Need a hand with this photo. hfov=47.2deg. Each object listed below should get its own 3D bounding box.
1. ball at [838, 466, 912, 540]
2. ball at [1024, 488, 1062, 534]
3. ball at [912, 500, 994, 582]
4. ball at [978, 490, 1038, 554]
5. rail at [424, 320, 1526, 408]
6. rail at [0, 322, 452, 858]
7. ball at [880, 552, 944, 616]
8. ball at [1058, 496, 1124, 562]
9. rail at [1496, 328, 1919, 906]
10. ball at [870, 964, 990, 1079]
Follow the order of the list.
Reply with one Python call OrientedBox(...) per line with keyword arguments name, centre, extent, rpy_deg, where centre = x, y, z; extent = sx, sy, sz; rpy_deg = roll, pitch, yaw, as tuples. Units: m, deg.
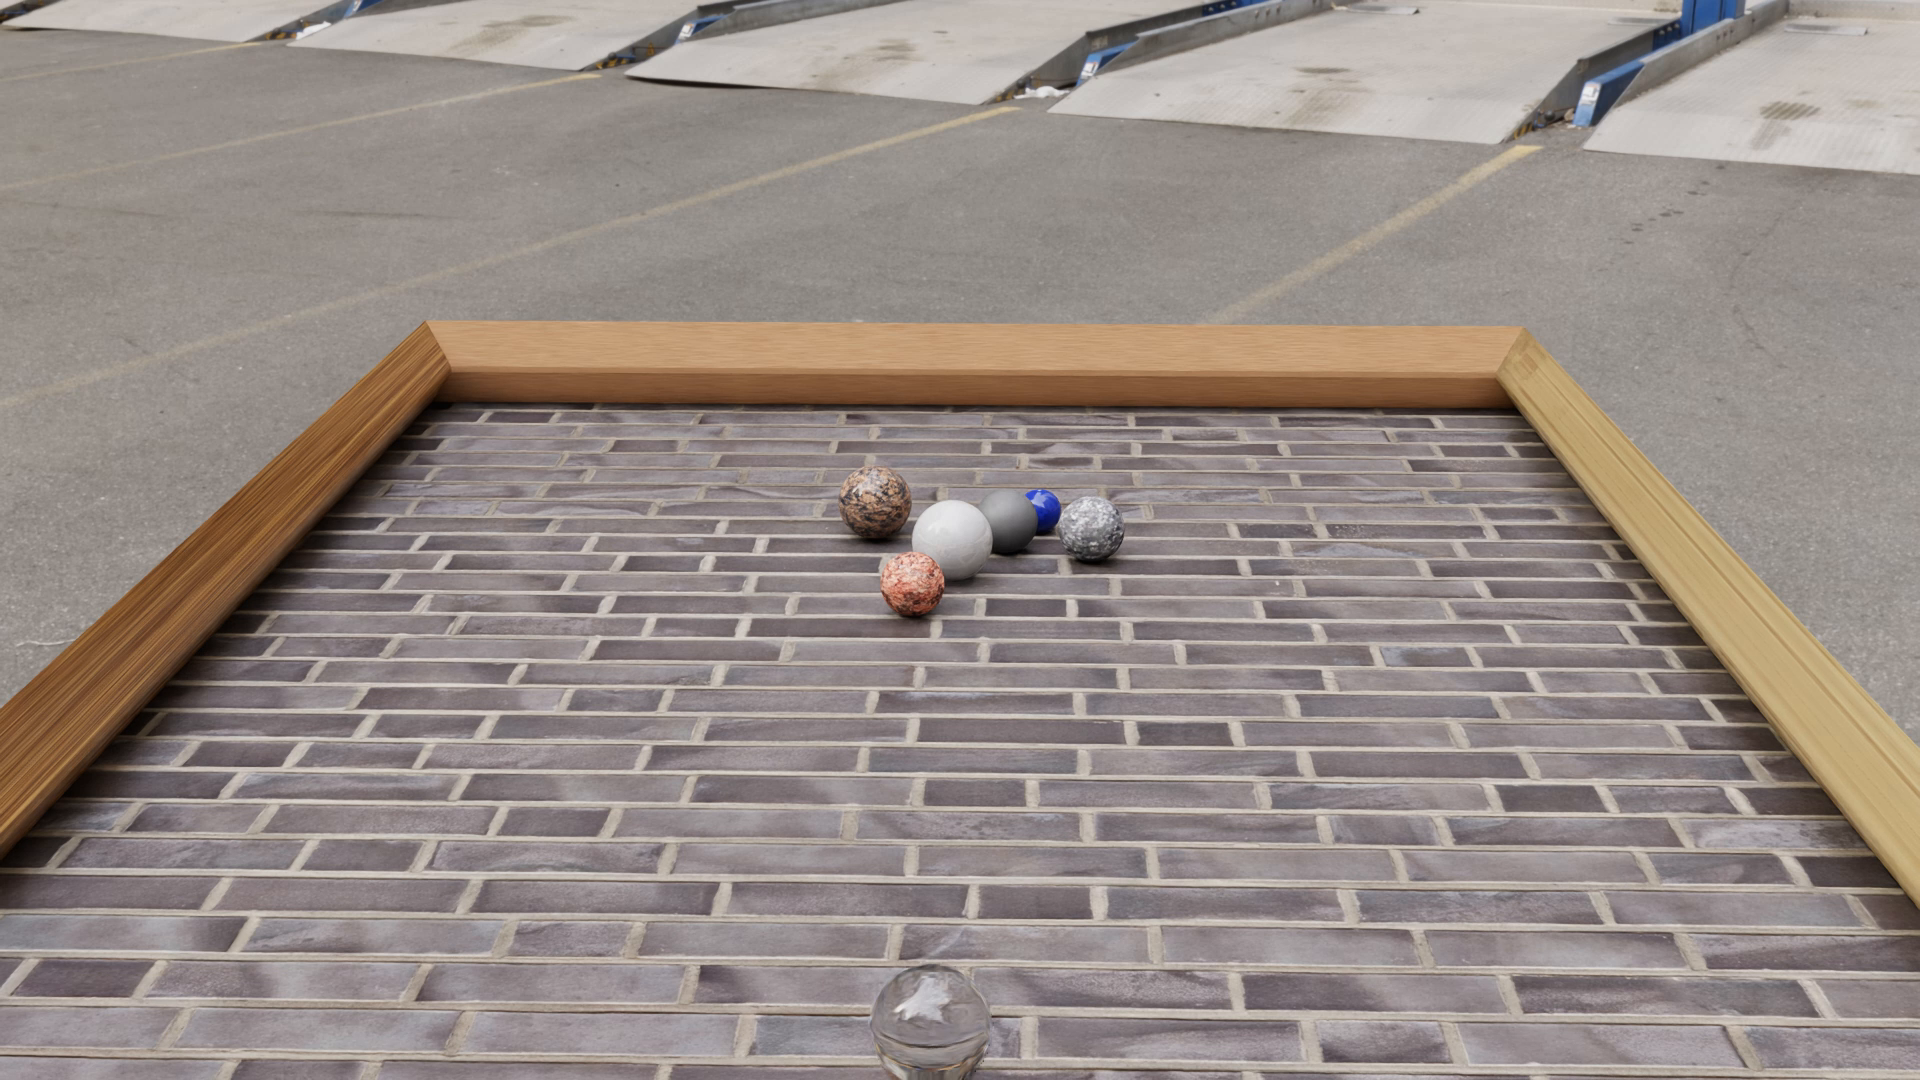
OrientedBox(name="ball", centre=(-0.100, -0.045, 2.595), extent=(0.087, 0.087, 0.087), rpy_deg=(0, 19, 0))
OrientedBox(name="ball", centre=(0.095, -0.034, 2.619), extent=(0.053, 0.053, 0.053), rpy_deg=(0, 19, 0))
OrientedBox(name="ball", centre=(-0.009, 0.001, 2.458), extent=(0.091, 0.091, 0.091), rpy_deg=(0, 19, 0))
OrientedBox(name="ball", centre=(0.053, -0.022, 2.549), extent=(0.074, 0.074, 0.074), rpy_deg=(0, 19, 0))
OrientedBox(name="rail", centre=(0.016, -0.244, 3.124), extent=(1.566, 0.118, 0.045), rpy_deg=(0, 19, 1))
OrientedBox(name="rail", centre=(-0.775, 0.203, 1.824), extent=(0.045, 0.118, 2.833), rpy_deg=(0, 19, 1))
OrientedBox(name="ball", centre=(-0.051, 0.047, 2.357), extent=(0.069, 0.069, 0.069), rpy_deg=(0, 19, 0))
OrientedBox(name="ball", centre=(0.151, -0.013, 2.521), extent=(0.076, 0.076, 0.076), rpy_deg=(0, 19, 0))
OrientedBox(name="rail", centre=(0.743, 0.215, 1.791), extent=(0.045, 0.118, 2.833), rpy_deg=(0, 19, 1))
OrientedBox(name="ball", centre=(-0.020, 0.333, 1.507), extent=(0.083, 0.083, 0.083), rpy_deg=(0, 19, 0))
